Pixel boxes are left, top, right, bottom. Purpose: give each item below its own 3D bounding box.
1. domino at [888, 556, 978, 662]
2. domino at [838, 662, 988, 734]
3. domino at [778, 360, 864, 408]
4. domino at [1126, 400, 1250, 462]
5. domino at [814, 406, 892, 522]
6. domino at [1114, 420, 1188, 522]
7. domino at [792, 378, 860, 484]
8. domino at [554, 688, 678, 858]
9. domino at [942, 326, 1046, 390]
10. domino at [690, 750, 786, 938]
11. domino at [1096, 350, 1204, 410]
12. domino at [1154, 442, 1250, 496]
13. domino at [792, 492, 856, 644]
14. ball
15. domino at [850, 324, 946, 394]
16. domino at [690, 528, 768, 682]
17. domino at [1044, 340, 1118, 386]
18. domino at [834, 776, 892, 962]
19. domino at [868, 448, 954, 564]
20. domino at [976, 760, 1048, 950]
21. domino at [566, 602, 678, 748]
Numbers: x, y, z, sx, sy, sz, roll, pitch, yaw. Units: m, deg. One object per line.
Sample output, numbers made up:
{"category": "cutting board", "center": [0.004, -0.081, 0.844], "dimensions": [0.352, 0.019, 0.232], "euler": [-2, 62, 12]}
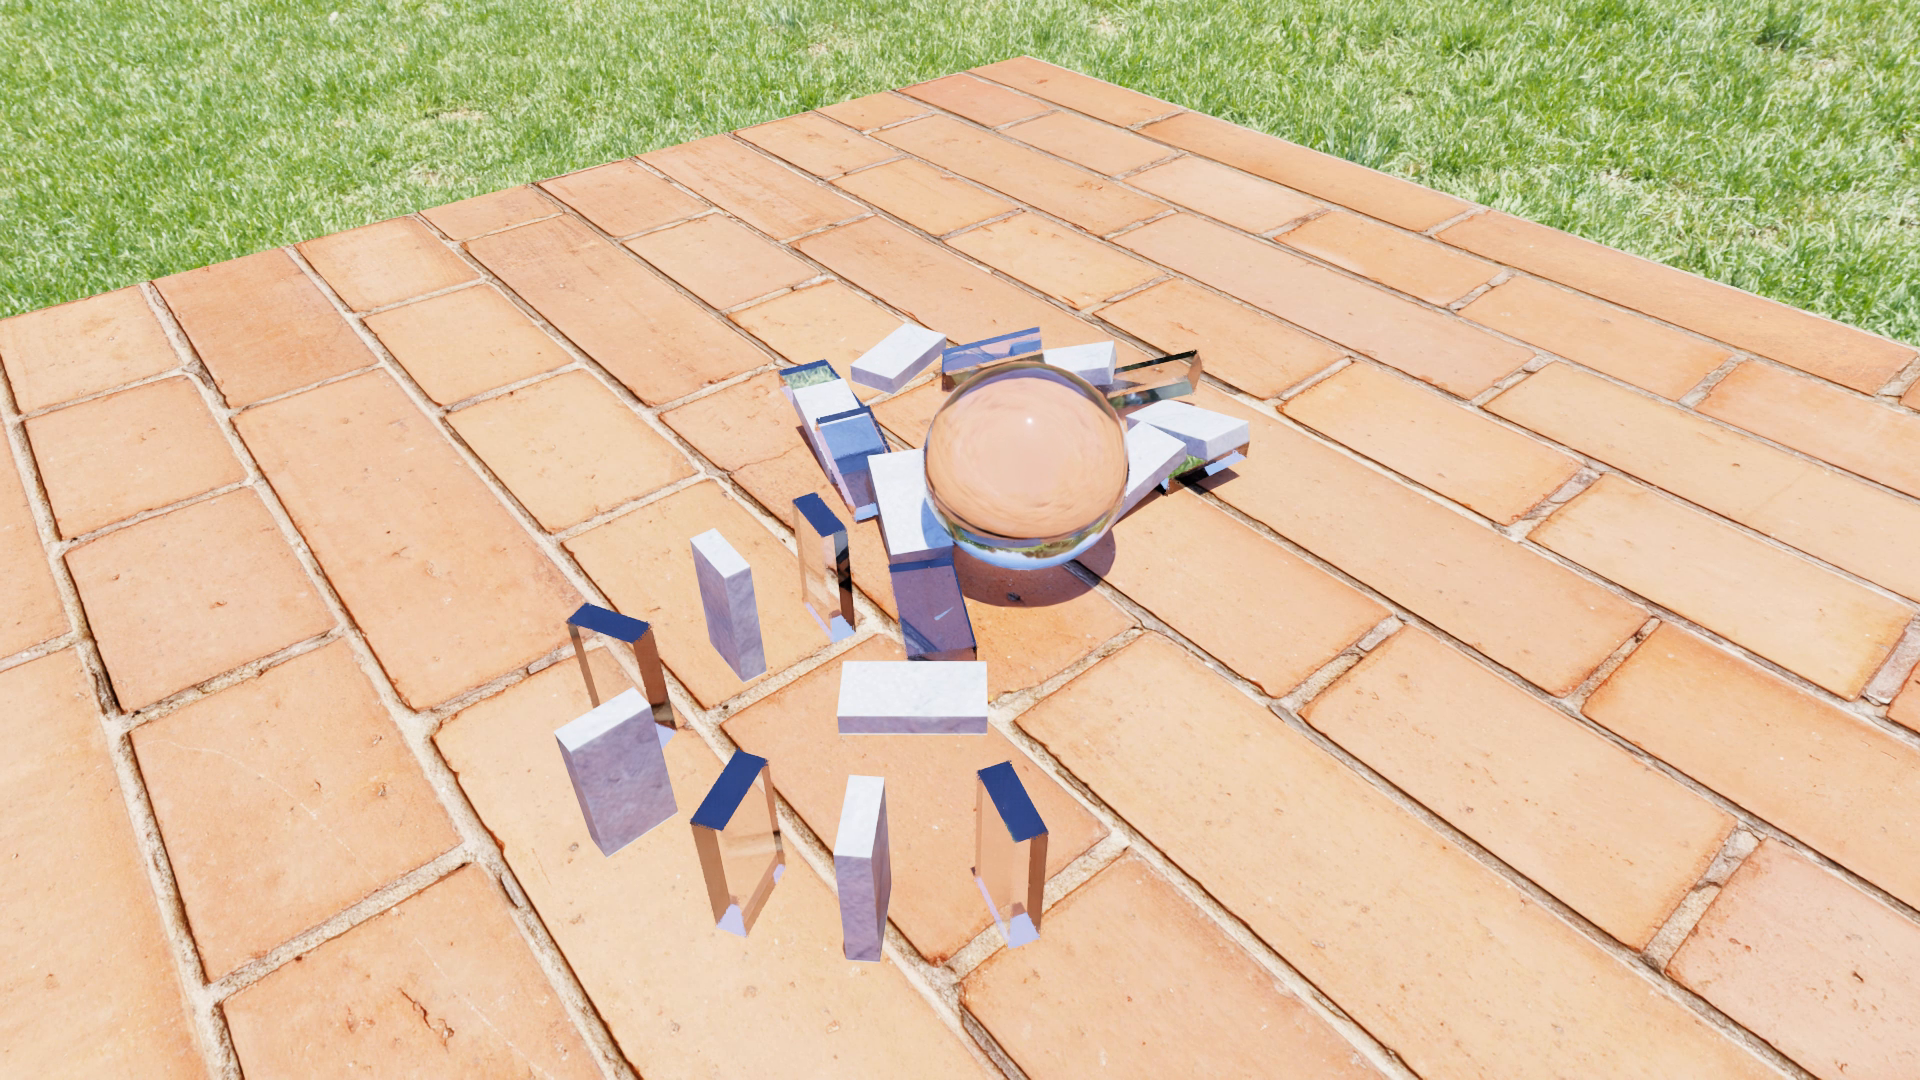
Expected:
{"category": "domino", "center": [-0.011, 0.027, 0.410], "dimensions": [0.025, 0.010, 0.050], "euler": [-7, 40, -8]}
{"category": "domino", "center": [-0.016, 0.054, 0.378], "dimensions": [0.050, 0.009, 0.025], "euler": [0, 39, 0]}
{"category": "domino", "center": [-0.066, -0.068, 0.527], "dimensions": [0.025, 0.010, 0.050], "euler": [-18, 43, -21]}
{"category": "domino", "center": [0.100, -0.049, 0.484], "dimensions": [0.025, 0.010, 0.050], "euler": [-24, 30, -26]}
{"category": "domino", "center": [-0.042, -0.034, 0.472], "dimensions": [0.025, 0.010, 0.050], "euler": [-16, 61, -19]}
{"category": "domino", "center": [0.070, -0.029, 0.468], "dimensions": [0.050, 0.010, 0.025], "euler": [-39, 50, -20]}
{"category": "domino", "center": [-0.055, -0.050, 0.494], "dimensions": [0.025, 0.010, 0.050], "euler": [-16, 57, -19]}
{"category": "domino", "center": [-0.101, 0.070, 0.326], "dimensions": [0.025, 0.050, 0.010], "euler": [-30, 48, -32]}
{"category": "domino", "center": [0.016, -0.090, 0.542], "dimensions": [0.050, 0.010, 0.025], "euler": [-12, 36, 9]}
{"category": "domino", "center": [-0.061, 0.085, 0.307], "dimensions": [0.010, 0.050, 0.025], "euler": [13, 41, 15]}
{"category": "domino", "center": [0.087, -0.074, 0.518], "dimensions": [0.050, 0.009, 0.025], "euler": [-9, 32, 30]}
{"category": "domino", "center": [0.102, -0.038, 0.490], "dimensions": [0.050, 0.010, 0.025], "euler": [-24, 45, -27]}
{"category": "domino", "center": [-0.049, 0.010, 0.399], "dimensions": [0.009, 0.050, 0.025], "euler": [-21, 44, -24]}
{"category": "ball", "center": [0.025, -0.028, 0.422], "dimensions": [0.080, 0.080, 0.080], "euler": [0, 39, 0]}
{"category": "domino", "center": [-0.031, -0.092, 0.556], "dimensions": [0.025, 0.009, 0.050], "euler": [21, 44, 23]}
{"category": "domino", "center": [-0.080, 0.023, 0.383], "dimensions": [0.009, 0.050, 0.025], "euler": [-26, 46, -28]}
{"category": "domino", "center": [0.050, -0.083, 0.535], "dimensions": [0.050, 0.010, 0.025], "euler": [-5, 37, 19]}
{"category": "domino", "center": [-0.026, 0.091, 0.301], "dimensions": [0.009, 0.050, 0.025], "euler": [3, 39, 4]}
{"category": "domino", "center": [-0.021, -0.014, 0.449], "dimensions": [0.025, 0.009, 0.050], "euler": [-9, 57, -11]}
{"category": "domino", "center": [0.014, 0.088, 0.304], "dimensions": [0.010, 0.050, 0.025], "euler": [-14, 41, -17]}
{"category": "domino", "center": [-0.109, 0.045, 0.357], "dimensions": [0.025, 0.050, 0.009], "euler": [15, 42, 18]}
